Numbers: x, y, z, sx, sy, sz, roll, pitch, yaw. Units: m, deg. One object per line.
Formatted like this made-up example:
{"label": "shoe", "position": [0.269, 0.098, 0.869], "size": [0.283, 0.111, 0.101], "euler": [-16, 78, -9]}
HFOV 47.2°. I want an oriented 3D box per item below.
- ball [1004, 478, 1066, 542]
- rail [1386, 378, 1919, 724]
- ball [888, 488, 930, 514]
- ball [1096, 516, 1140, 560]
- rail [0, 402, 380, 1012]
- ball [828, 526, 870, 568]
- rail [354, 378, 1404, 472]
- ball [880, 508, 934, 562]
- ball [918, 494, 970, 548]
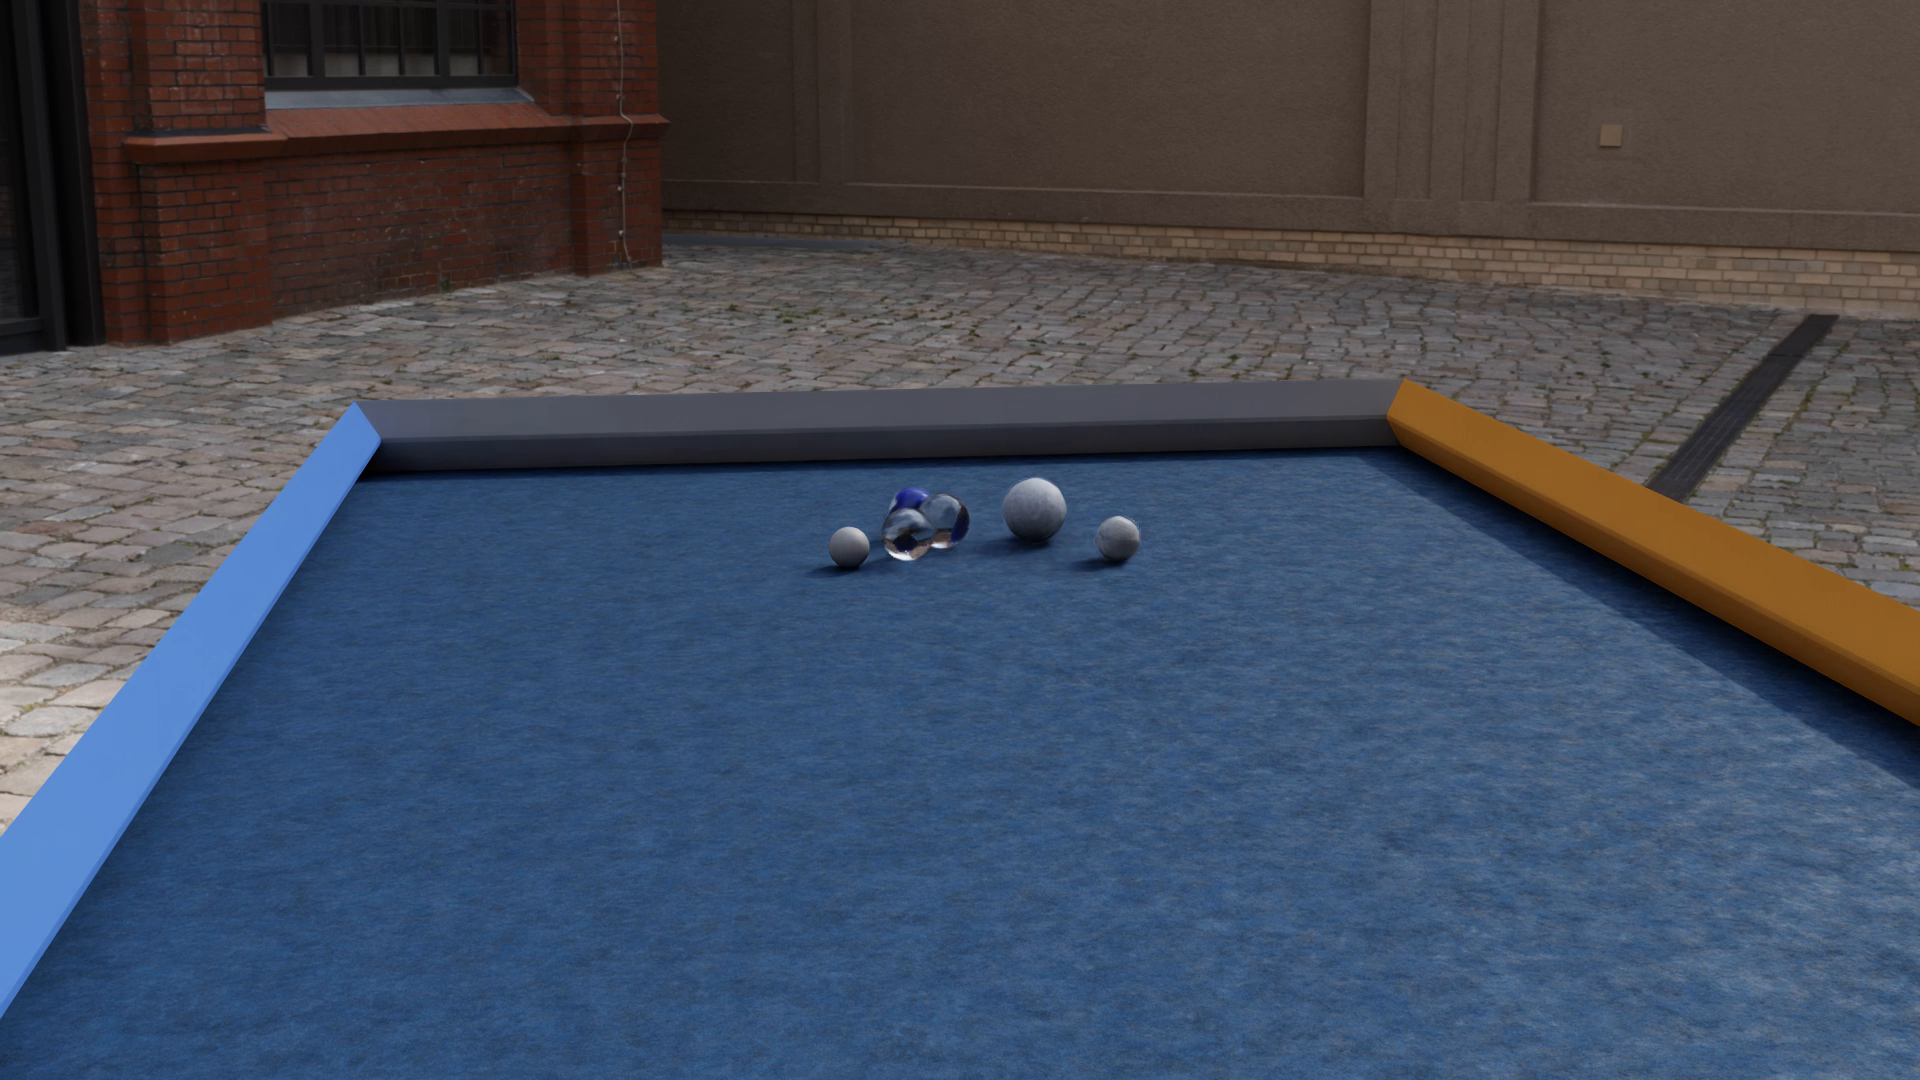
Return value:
{"label": "ball", "position": [0.104, -0.041, 3.056], "size": [0.088, 0.088, 0.088], "euler": [0, 13, 0]}
{"label": "rail", "position": [0.950, 0.125, 2.265], "size": [0.045, 0.114, 3.116], "euler": [-2, 13, -8]}
{"label": "ball", "position": [-0.066, -0.039, 3.088], "size": [0.069, 0.069, 0.069], "euler": [0, 13, 0]}
{"label": "ball", "position": [0.211, -0.002, 2.946], "size": [0.059, 0.059, 0.059], "euler": [0, 13, 0]}
{"label": "rail", "position": [-0.738, 0.176, 2.039], "size": [0.045, 0.114, 3.116], "euler": [-2, 13, -8]}
{"label": "ball", "position": [-0.146, 0.010, 2.906], "size": [0.054, 0.054, 0.054], "euler": [0, 13, 0]}
{"label": "rail", "position": [-0.103, -0.189, 3.634], "size": [1.752, 0.114, 0.045], "euler": [-2, 13, -8]}
{"label": "ball", "position": [-0.070, -0.008, 2.943], "size": [0.071, 0.071, 0.071], "euler": [0, 13, 0]}
{"label": "ball", "position": [-0.024, -0.026, 3.014], "size": [0.076, 0.076, 0.076], "euler": [0, 13, 0]}
